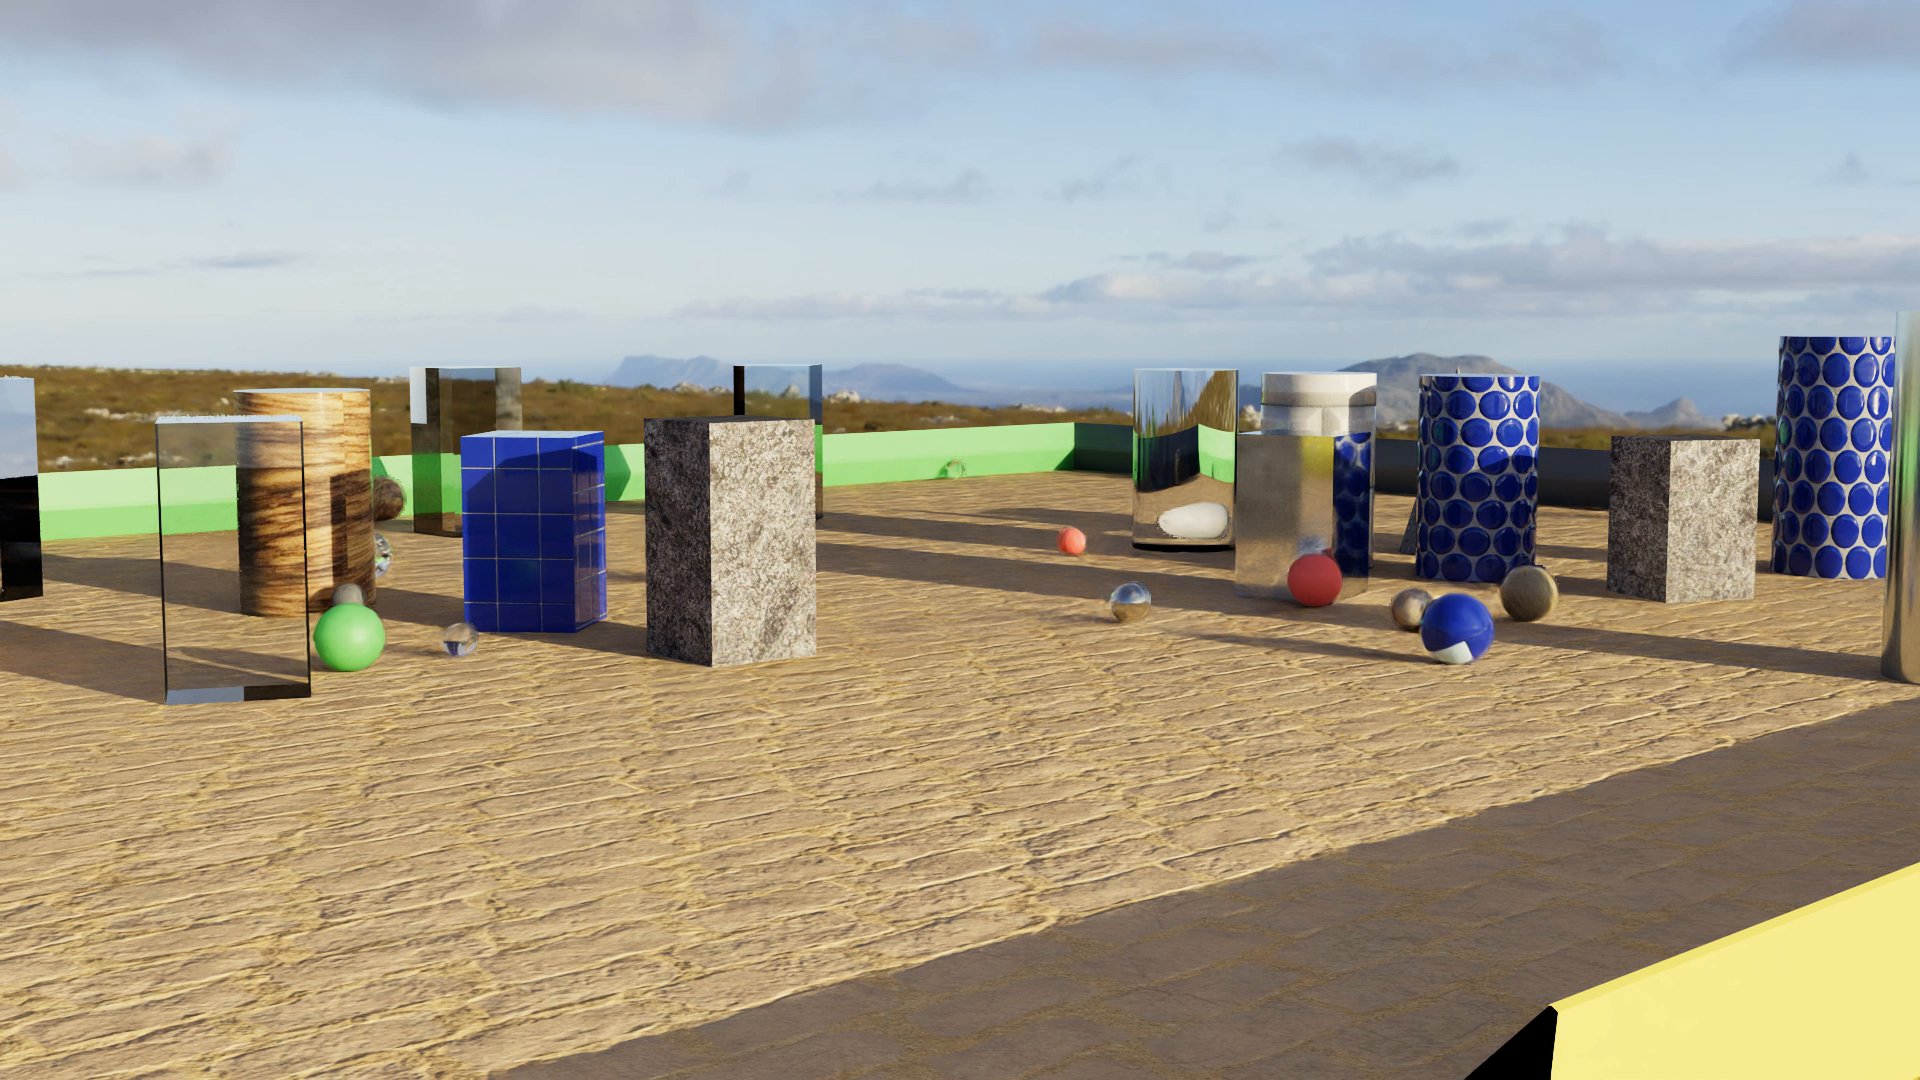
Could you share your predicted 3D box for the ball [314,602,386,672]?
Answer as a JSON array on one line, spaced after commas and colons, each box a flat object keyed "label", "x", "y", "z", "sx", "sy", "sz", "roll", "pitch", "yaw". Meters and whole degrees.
[{"label": "ball", "x": -0.755, "y": 0.120, "z": 2.720, "sx": 0.085, "sy": 0.085, "sz": 0.085, "roll": 0, "pitch": 6, "yaw": 0}]

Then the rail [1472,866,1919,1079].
[{"label": "rail", "x": 1.274, "y": 0.177, "z": 1.958, "sx": 4.385, "sy": 0.129, "sz": 0.045, "roll": -5, "pitch": 8, "yaw": -42}]

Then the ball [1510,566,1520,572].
[{"label": "ball", "x": 0.887, "y": 0.063, "z": 3.474, "sx": 0.043, "sy": 0.043, "sz": 0.043, "roll": 0, "pitch": 6, "yaw": 0}]

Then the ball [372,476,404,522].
[{"label": "ball", "x": -1.225, "y": -0.087, "z": 4.662, "sx": 0.094, "sy": 0.094, "sz": 0.094, "roll": 0, "pitch": 6, "yaw": 0}]

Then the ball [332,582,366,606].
[{"label": "ball", "x": -0.895, "y": 0.087, "z": 3.219, "sx": 0.048, "sy": 0.048, "sz": 0.048, "roll": 0, "pitch": 6, "yaw": 0}]

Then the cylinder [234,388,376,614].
[{"label": "cylinder", "x": -0.989, "y": -0.063, "z": 3.324, "sx": 0.198, "sy": 0.325, "sz": 0.198, "roll": 0, "pitch": 6, "yaw": 0}]

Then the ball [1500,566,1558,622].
[{"label": "ball", "x": 0.815, "y": 0.077, "z": 3.151, "sx": 0.081, "sy": 0.081, "sz": 0.081, "roll": 0, "pitch": 6, "yaw": 0}]

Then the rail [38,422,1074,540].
[{"label": "rail", "x": -1.274, "y": -0.110, "z": 4.705, "sx": 4.385, "sy": 0.129, "sz": 0.045, "roll": -5, "pitch": 8, "yaw": -42}]

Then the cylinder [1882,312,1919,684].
[{"label": "cylinder", "x": 1.228, "y": -0.053, "z": 2.654, "sx": 0.198, "sy": 0.444, "sz": 0.198, "roll": 0, "pitch": 6, "yaw": 0}]

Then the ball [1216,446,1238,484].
[{"label": "ball", "x": 0.706, "y": -0.193, "z": 5.651, "sx": 0.099, "sy": 0.099, "sz": 0.099, "roll": 0, "pitch": 6, "yaw": 0}]

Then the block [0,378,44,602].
[{"label": "block", "x": -1.539, "y": -0.077, "z": 3.383, "sx": 0.158, "sy": 0.340, "sz": 0.158, "roll": 3, "pitch": 7, "yaw": 25}]

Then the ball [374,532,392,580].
[{"label": "ball", "x": -0.980, "y": 0.026, "z": 3.619, "sx": 0.086, "sy": 0.086, "sz": 0.086, "roll": 0, "pitch": 6, "yaw": 0}]

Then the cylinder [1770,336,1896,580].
[{"label": "cylinder", "x": 1.489, "y": -0.145, "z": 3.736, "sx": 0.198, "sy": 0.401, "sz": 0.198, "roll": 0, "pitch": 6, "yaw": 0}]

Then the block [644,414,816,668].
[{"label": "block", "x": -0.298, "y": -0.004, "z": 2.846, "sx": 0.158, "sy": 0.306, "sz": 0.158, "roll": -5, "pitch": 8, "yaw": -39}]

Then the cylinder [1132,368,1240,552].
[{"label": "cylinder", "x": 0.424, "y": -0.153, "z": 4.139, "sx": 0.198, "sy": 0.335, "sz": 0.198, "roll": 0, "pitch": 6, "yaw": 0}]

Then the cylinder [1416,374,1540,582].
[{"label": "cylinder", "x": 0.869, "y": -0.108, "z": 3.693, "sx": 0.198, "sy": 0.337, "sz": 0.198, "roll": 0, "pitch": 6, "yaw": 0}]

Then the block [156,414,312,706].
[{"label": "block", "x": -0.849, "y": 0.018, "z": 2.571, "sx": 0.158, "sy": 0.319, "sz": 0.158, "roll": -2, "pitch": 6, "yaw": -18}]

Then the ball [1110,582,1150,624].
[{"label": "ball", "x": 0.243, "y": 0.090, "z": 3.142, "sx": 0.057, "sy": 0.057, "sz": 0.057, "roll": 0, "pitch": 6, "yaw": 0}]

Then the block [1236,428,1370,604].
[{"label": "block", "x": 0.538, "y": -0.041, "z": 3.444, "sx": 0.158, "sy": 0.255, "sz": 0.158, "roll": 4, "pitch": 7, "yaw": 31}]

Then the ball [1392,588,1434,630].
[{"label": "ball", "x": 0.633, "y": 0.097, "z": 3.069, "sx": 0.060, "sy": 0.060, "sz": 0.060, "roll": 0, "pitch": 6, "yaw": 0}]

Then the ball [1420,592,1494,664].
[{"label": "ball", "x": 0.626, "y": 0.112, "z": 2.772, "sx": 0.091, "sy": 0.091, "sz": 0.091, "roll": 0, "pitch": 6, "yaw": 0}]

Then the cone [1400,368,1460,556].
[{"label": "cone", "x": 0.911, "y": -0.149, "z": 4.043, "sx": 0.198, "sy": 0.345, "sz": 0.198, "roll": 0, "pitch": 6, "yaw": 0}]

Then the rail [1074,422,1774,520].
[{"label": "rail", "x": 1.594, "y": -0.119, "z": 4.795, "sx": 0.045, "sy": 0.129, "sz": 3.806, "roll": -5, "pitch": 8, "yaw": -42}]

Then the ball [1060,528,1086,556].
[{"label": "ball", "x": 0.205, "y": 0.004, "z": 4.006, "sx": 0.050, "sy": 0.050, "sz": 0.050, "roll": 0, "pitch": 6, "yaw": 0}]

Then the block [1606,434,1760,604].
[{"label": "block", "x": 1.130, "y": -0.037, "z": 3.444, "sx": 0.158, "sy": 0.248, "sz": 0.158, "roll": -2, "pitch": 6, "yaw": -17}]

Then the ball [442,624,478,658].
[{"label": "ball", "x": -0.643, "y": 0.129, "z": 2.830, "sx": 0.044, "sy": 0.044, "sz": 0.044, "roll": 0, "pitch": 6, "yaw": 0}]

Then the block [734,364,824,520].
[{"label": "block", "x": -0.384, "y": -0.206, "z": 4.667, "sx": 0.158, "sy": 0.330, "sz": 0.158, "roll": 1, "pitch": 6, "yaw": 7}]

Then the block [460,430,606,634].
[{"label": "block", "x": -0.602, "y": -0.015, "z": 3.118, "sx": 0.158, "sy": 0.271, "sz": 0.158, "roll": 1, "pitch": 6, "yaw": 7}]

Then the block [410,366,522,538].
[{"label": "block", "x": -0.988, "y": -0.180, "z": 4.410, "sx": 0.158, "sy": 0.332, "sz": 0.158, "roll": -6, "pitch": 8, "yaw": -44}]

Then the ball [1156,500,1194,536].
[{"label": "ball", "x": 0.424, "y": -0.043, "z": 4.340, "sx": 0.074, "sy": 0.074, "sz": 0.074, "roll": 0, "pitch": 6, "yaw": 0}]

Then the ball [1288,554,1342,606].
[{"label": "ball", "x": 0.534, "y": 0.060, "z": 3.313, "sx": 0.081, "sy": 0.081, "sz": 0.081, "roll": 0, "pitch": 6, "yaw": 0}]

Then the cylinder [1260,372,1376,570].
[{"label": "cylinder", "x": 0.622, "y": -0.122, "z": 3.832, "sx": 0.198, "sy": 0.337, "sz": 0.198, "roll": 0, "pitch": 6, "yaw": 0}]

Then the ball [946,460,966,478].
[{"label": "ball", "x": -0.011, "y": -0.186, "z": 5.832, "sx": 0.049, "sy": 0.049, "sz": 0.049, "roll": 0, "pitch": 6, "yaw": 0}]
